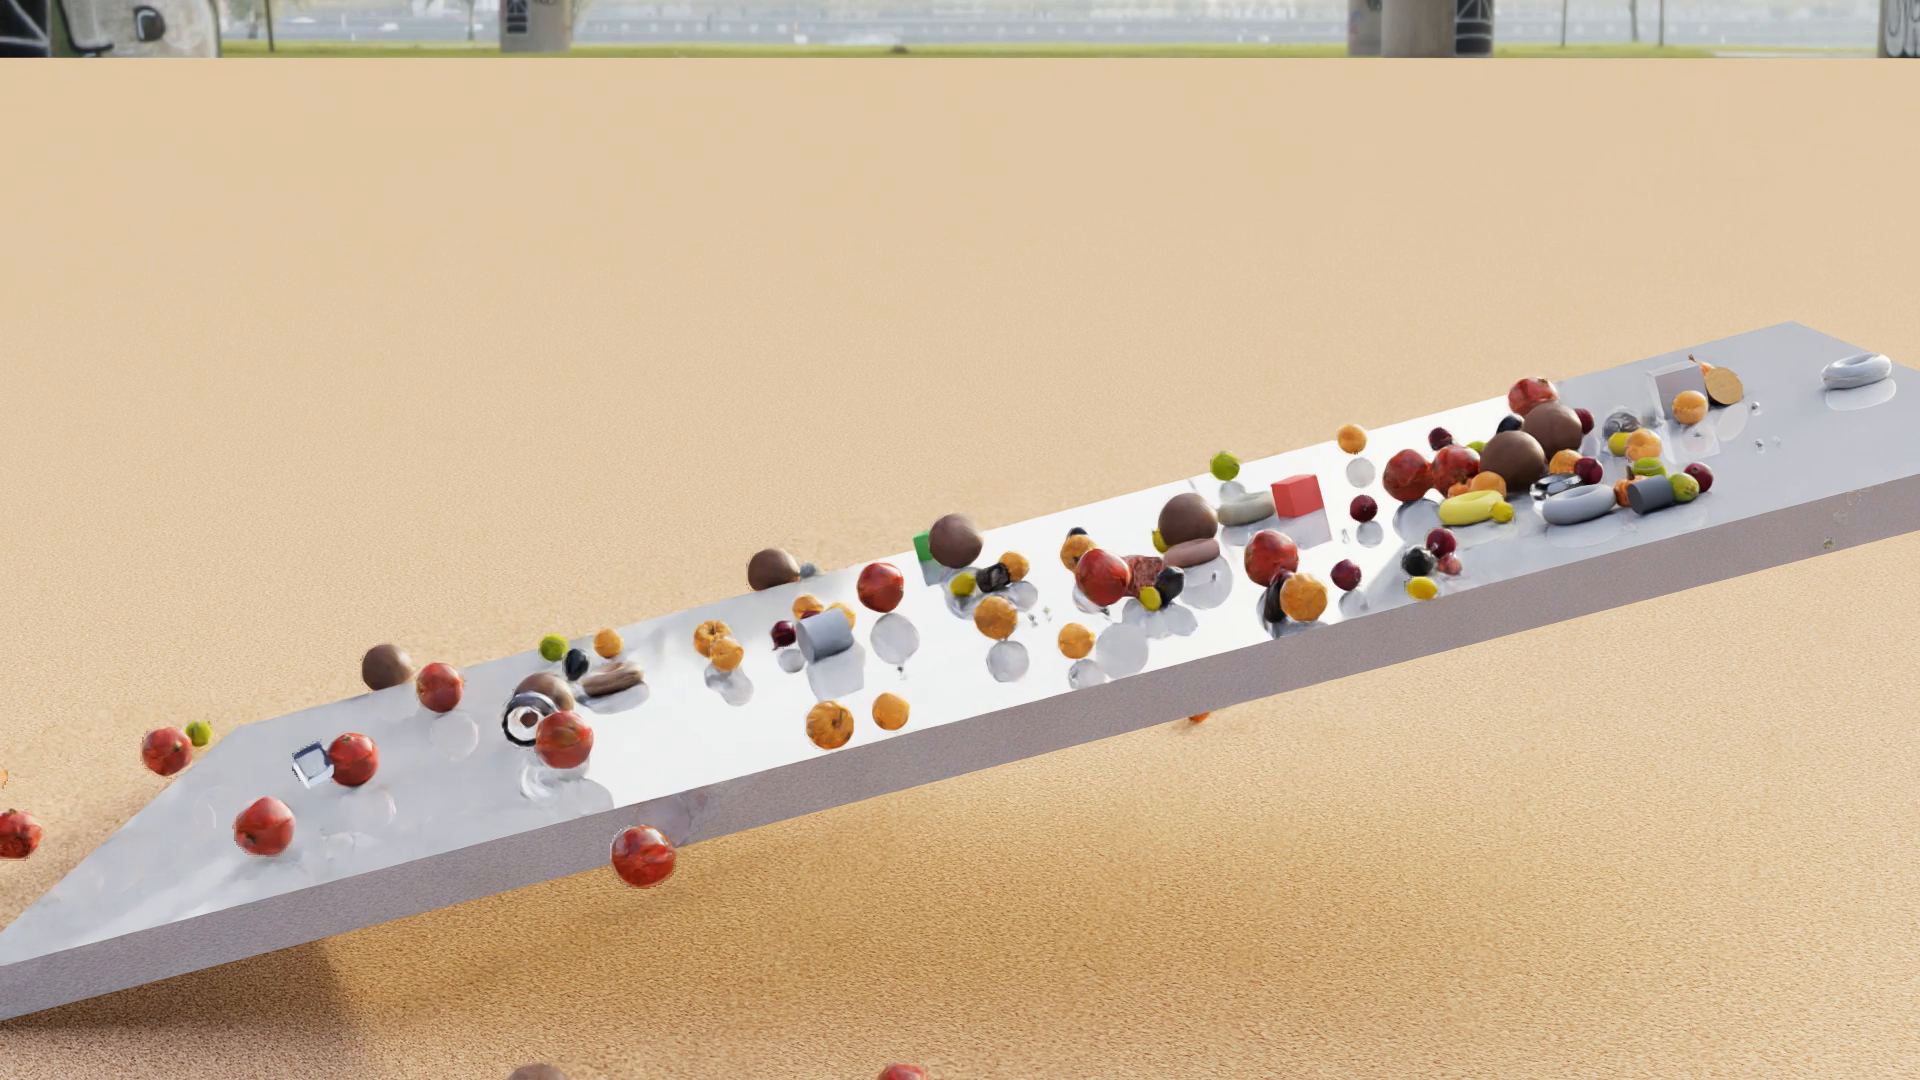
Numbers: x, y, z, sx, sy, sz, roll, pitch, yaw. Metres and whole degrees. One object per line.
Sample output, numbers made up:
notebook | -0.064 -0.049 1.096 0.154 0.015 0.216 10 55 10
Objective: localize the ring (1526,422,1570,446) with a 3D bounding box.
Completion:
ring | 1.292 -0.233 6.459 0.101 0.034 0.101 -16 9 3

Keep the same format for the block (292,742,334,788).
block | -1.361 0.474 6.191 0.061 0.061 0.061 -29 -18 -24

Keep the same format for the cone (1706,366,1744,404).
cone | 1.630 -0.313 6.362 0.091 0.091 0.091 -4 -23 -20

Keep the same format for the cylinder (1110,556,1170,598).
cylinder | 0.365 0.074 5.973 0.086 0.086 0.086 -6 3 -30

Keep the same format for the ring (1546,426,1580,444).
ring | 1.306 -0.230 6.374 0.077 0.026 0.077 9 15 -3

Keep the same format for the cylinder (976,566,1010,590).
cylinder | 0.073 0.084 6.496 0.054 0.054 0.054 -3 10 -41

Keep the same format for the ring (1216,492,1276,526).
ring | 0.637 -0.069 6.507 0.146 0.049 0.146 -16 8 2

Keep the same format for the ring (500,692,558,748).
ring | -0.895 0.374 6.111 0.124 0.124 0.041 -4 22 -21

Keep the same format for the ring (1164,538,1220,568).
ring | 0.490 0.027 6.198 0.122 0.041 0.122 -15 8 2

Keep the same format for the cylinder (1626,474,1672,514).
cylinder | 1.289 -0.085 5.497 0.061 0.061 0.061 -17 14 -11

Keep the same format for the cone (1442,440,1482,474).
cone | 1.100 -0.170 6.387 0.079 0.079 0.079 21 19 27

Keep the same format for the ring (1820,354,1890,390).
ring | 1.880 -0.354 6.173 0.145 0.048 0.145 -15 11 3

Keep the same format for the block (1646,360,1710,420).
block | 1.554 -0.325 6.369 0.099 0.099 0.099 -15 9 4

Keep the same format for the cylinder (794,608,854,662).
cylinder | -0.290 0.202 6.262 0.093 0.093 0.093 -19 17 -22

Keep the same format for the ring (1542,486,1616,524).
ring | 1.181 -0.068 5.612 0.144 0.048 0.144 -16 8 2

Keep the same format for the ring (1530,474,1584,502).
ring | 1.188 -0.105 5.859 0.108 0.036 0.108 -14 9 2

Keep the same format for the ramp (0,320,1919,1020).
ramp | 0.080 0.191 6.330 4.000 0.100 2.000 -15 9 4

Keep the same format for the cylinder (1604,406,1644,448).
cylinder | 1.393 -0.237 6.176 0.077 0.077 0.077 3 14 15

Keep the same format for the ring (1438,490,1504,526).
ring | 1.019 -0.064 5.866 0.132 0.044 0.132 -15 9 2

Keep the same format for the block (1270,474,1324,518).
block | 0.737 -0.097 6.424 0.075 0.075 0.075 -19 10 -22

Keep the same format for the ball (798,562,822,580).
ball | -0.377 0.087 7.408 0.059 0.059 0.059 0 10 0

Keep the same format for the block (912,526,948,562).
block | -0.072 0.011 7.140 0.063 0.063 0.063 -13 9 12

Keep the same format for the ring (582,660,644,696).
ring | -0.774 0.308 6.568 0.144 0.048 0.144 -16 9 3
